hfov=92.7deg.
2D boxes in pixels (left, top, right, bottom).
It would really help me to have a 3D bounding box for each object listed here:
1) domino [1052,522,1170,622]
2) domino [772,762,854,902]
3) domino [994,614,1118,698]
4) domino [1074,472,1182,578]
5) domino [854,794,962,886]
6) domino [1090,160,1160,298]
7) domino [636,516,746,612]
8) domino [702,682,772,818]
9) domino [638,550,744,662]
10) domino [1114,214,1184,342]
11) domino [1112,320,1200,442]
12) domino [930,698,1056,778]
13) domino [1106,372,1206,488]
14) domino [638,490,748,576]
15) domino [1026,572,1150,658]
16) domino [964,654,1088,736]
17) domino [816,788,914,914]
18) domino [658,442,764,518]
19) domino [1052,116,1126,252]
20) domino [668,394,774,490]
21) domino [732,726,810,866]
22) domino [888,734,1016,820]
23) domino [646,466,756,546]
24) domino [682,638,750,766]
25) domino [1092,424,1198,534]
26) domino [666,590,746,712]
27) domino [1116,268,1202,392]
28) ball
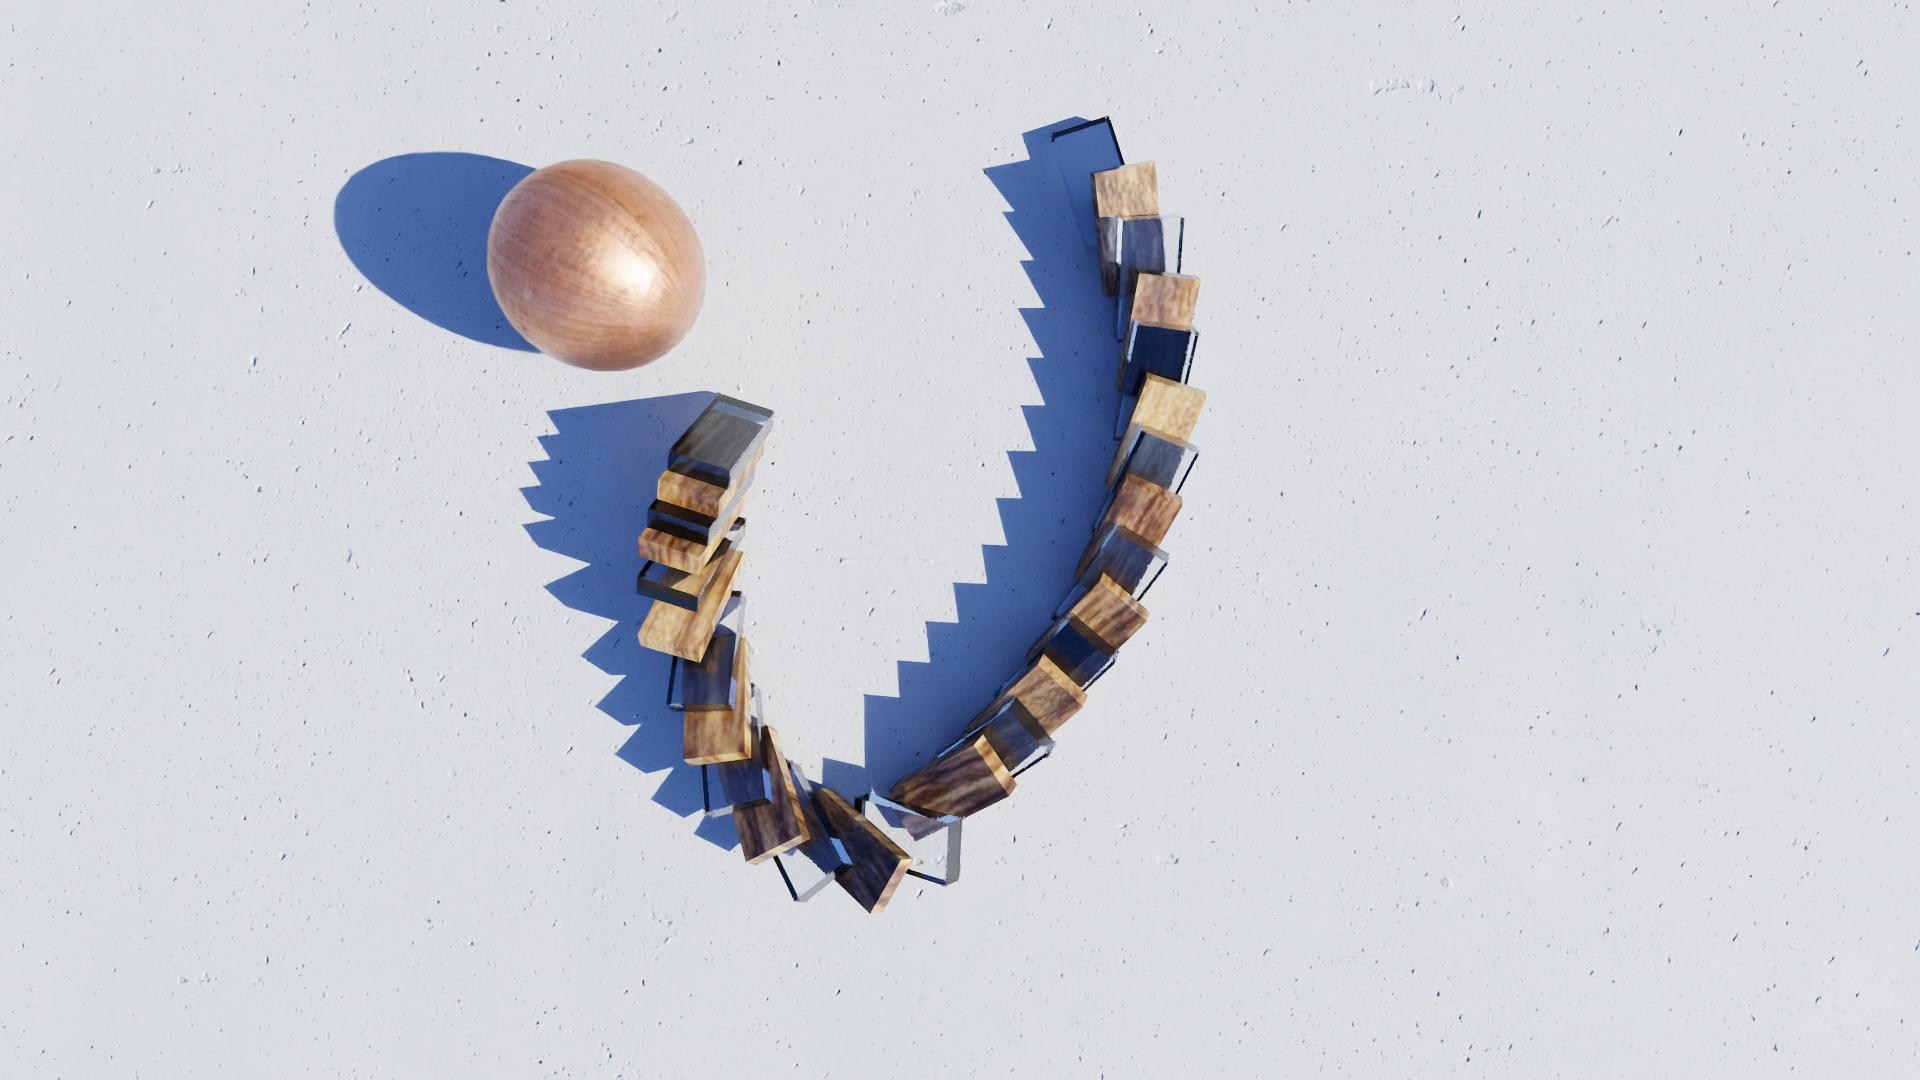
[{"bbox_3d":[0.063,0.020,0.384,0.025,0.010,0.050,32,118,0],"label":"domino"},{"bbox_3d":[-0.068,0.122,0.383,0.025,0.009,0.050,-38,59,0],"label":"domino"},{"bbox_3d":[0.040,0.057,0.384,0.025,0.010,0.050,40,117,0],"label":"domino"},{"bbox_3d":[0.070,-0.001,0.384,0.025,0.010,0.050,24,117,0],"label":"domino"},{"bbox_3d":[-0.023,0.124,0.382,0.050,0.010,0.025,3,90,36],"label":"domino"},{"bbox_3d":[0.071,-0.130,0.385,0.025,0.009,0.050,-11,116,0],"label":"domino"},{"bbox_3d":[-0.110,0.006,0.378,0.025,0.050,0.010,18,131,0],"label":"domino"},{"bbox_3d":[-0.095,0.087,0.384,0.025,0.010,0.050,-14,61,0],"label":"domino"},{"bbox_3d":[-0.111,0.024,0.382,0.025,0.010,0.050,16,55,0],"label":"domino"},{"bbox_3d":[0.079,-0.109,0.384,0.025,0.010,0.050,-3,118,-1],"label":"domino"},{"bbox_3d":[0.081,-0.065,0.384,0.025,0.009,0.050,7,117,0],"label":"domino"},{"bbox_3d":[0.013,0.090,0.384,0.050,0.009,0.025,-41,90,28],"label":"domino"},{"bbox_3d":[0.081,-0.042,0.384,0.025,0.010,0.050,18,118,0],"label":"domino"},{"bbox_3d":[-0.109,-0.008,0.377,0.025,0.050,0.009,18,127,0],"label":"domino"},{"bbox_3d":[0.053,0.040,0.384,0.025,0.009,0.050,40,117,0],"label":"domino"},{"bbox_3d":[0.027,0.073,0.384,0.025,0.009,0.050,43,117,0],"label":"domino"},{"bbox_3d":[-0.046,0.129,0.382,0.050,0.009,0.025,30,91,33],"label":"domino"},{"bbox_3d":[-0.101,-0.030,0.377,0.025,0.050,0.009,18,127,0],"label":"domino"},{"bbox_3d":[0.059,-0.153,0.395,0.025,0.009,0.050,-18,90,0],"label":"domino"},{"bbox_3d":[-0.097,-0.041,0.377,0.025,0.050,0.010,18,127,0],"label":"domino"},{"bbox_3d":[-0.083,0.106,0.383,0.025,0.010,0.050,-26,60,0],"label":"domino"},{"bbox_3d":[-0.003,0.104,0.384,0.050,0.010,0.025,-35,90,28],"label":"domino"},{"bbox_3d":[-0.105,-0.019,0.377,0.025,0.050,0.010,18,127,0],"label":"domino"},{"bbox_3d":[-0.101,0.067,0.384,0.025,0.009,0.050,-7,61,0],"label":"domino"},{"bbox_3d":[0.077,-0.021,0.384,0.025,0.010,0.050,22,117,0],"label":"domino"},{"bbox_3d":[-0.106,0.046,0.384,0.025,0.010,0.050,-1,61,0],"label":"domino"},{"bbox_3d":[0.082,-0.086,0.384,0.025,0.009,0.050,7,117,0],"label":"domino"},{"bbox_3d":[-0.141,-0.106,0.360,0.080,0.080,0.080,0,90,0],"label":"ball"}]
